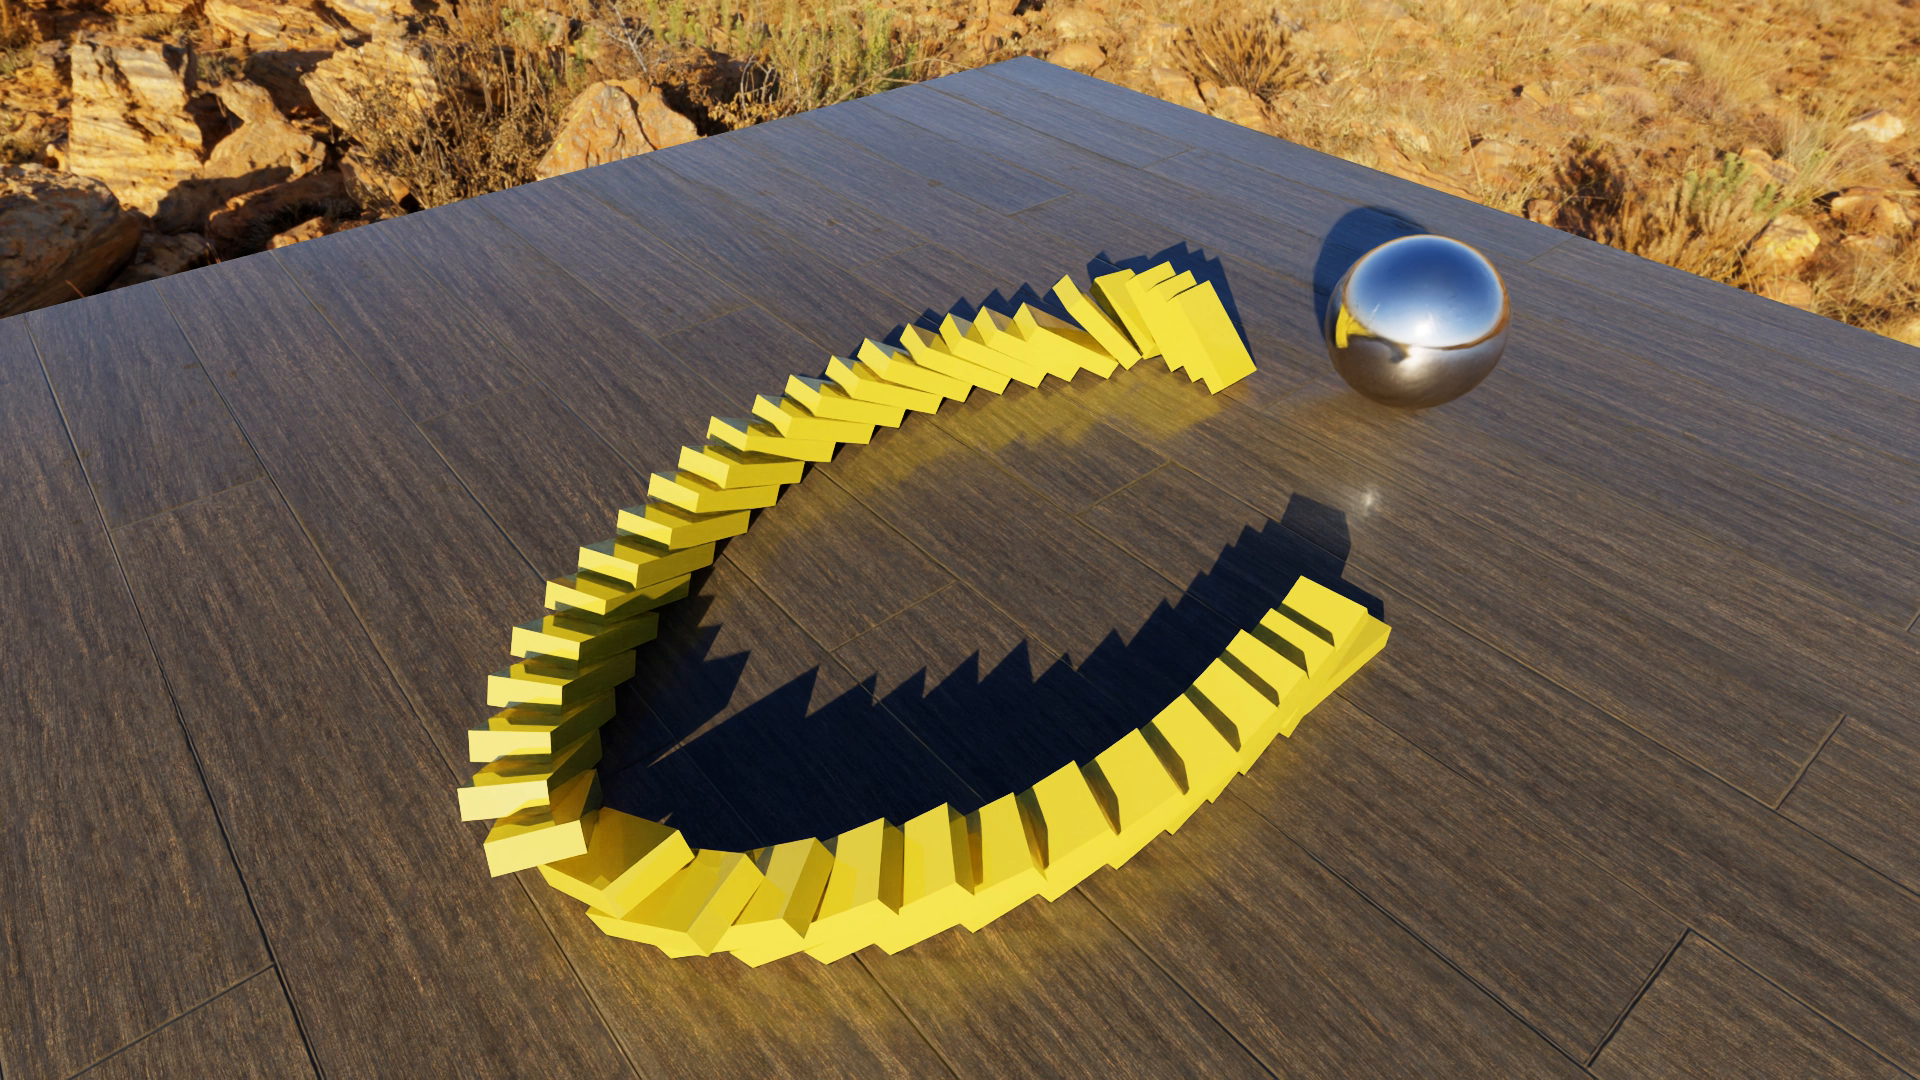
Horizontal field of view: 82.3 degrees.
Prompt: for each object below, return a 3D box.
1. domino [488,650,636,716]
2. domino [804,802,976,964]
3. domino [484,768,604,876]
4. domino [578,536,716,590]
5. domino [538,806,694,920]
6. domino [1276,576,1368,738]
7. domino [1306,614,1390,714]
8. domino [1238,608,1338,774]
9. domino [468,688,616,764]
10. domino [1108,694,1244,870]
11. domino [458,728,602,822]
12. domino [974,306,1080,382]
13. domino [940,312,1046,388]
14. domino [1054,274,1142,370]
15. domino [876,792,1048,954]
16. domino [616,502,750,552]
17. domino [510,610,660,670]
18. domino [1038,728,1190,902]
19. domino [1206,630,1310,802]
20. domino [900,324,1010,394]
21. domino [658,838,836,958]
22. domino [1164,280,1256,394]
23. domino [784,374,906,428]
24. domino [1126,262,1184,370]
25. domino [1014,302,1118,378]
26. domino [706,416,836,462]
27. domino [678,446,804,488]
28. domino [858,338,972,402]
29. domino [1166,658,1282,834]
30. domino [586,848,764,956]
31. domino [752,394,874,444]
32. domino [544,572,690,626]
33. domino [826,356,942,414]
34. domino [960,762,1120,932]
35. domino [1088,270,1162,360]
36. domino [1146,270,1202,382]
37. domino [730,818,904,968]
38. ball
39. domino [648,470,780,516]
[{"bbox_3d":[-0.132,0.045,0.368,0.025,0.010,0.050,7,8,9],"label":"domino"},{"bbox_3d":[-0.021,0.096,0.306,0.050,0.010,0.025,-30,38,17],"label":"domino"},{"bbox_3d":[-0.121,0.082,0.323,0.025,0.010,0.050,-12,7,-12],"label":"domino"},{"bbox_3d":[-0.118,0.006,0.418,0.025,0.010,0.050,15,14,17],"label":"domino"},{"bbox_3d":[-0.099,0.091,0.313,0.050,0.009,0.025,-5,25,49],"label":"domino"},{"bbox_3d":[0.114,0.039,0.375,0.025,0.009,0.050,31,77,34],"label":"domino"},{"bbox_3d":[0.129,0.040,0.395,0.050,0.010,0.025,-30,48,-31],"label":"domino"},{"bbox_3d":[0.099,0.050,0.364,0.025,0.010,0.050,36,80,35],"label":"domino"},{"bbox_3d":[-0.132,0.058,0.352,0.025,0.009,0.050,0,7,4],"label":"domino"},{"bbox_3d":[0.058,0.073,0.334,0.050,0.010,0.025,-41,49,2],"label":"domino"},{"bbox_3d":[-0.130,0.071,0.336,0.025,0.010,0.050,-5,7,-1],"label":"domino"},{"bbox_3d":[0.033,-0.096,0.541,0.050,0.009,0.025,18,30,-29],"label":"domino"},{"bbox_3d":[0.016,-0.093,0.537,0.050,0.010,0.025,17,31,-30],"label":"domino"},{"bbox_3d":[0.069,-0.109,0.549,0.010,0.050,0.025,-41,38,17],"label":"domino"},{"bbox_3d":[-0.002,0.094,0.311,0.050,0.009,0.025,-28,40,9],"label":"domino"},{"bbox_3d":[-0.109,-0.007,0.436,0.025,0.010,0.050,18,16,21],"label":"domino"},{"bbox_3d":[-0.130,0.032,0.385,0.025,0.010,0.050,11,10,13],"label":"domino"},{"bbox_3d":[0.040,0.081,0.325,0.050,0.010,0.025,-37,44,5],"label":"domino"},{"bbox_3d":[0.086,0.056,0.354,0.025,0.010,0.050,37,84,36],"label":"domino"},{"bbox_3d":[-0.002,-0.087,0.531,0.050,0.009,0.025,14,29,-34],"label":"domino"},{"bbox_3d":[-0.060,0.099,0.303,0.050,0.010,0.025,-19,31,30],"label":"domino"},{"bbox_3d":[0.123,-0.100,0.540,0.025,0.009,0.050,-29,92,-31],"label":"domino"},{"bbox_3d":[-0.052,-0.063,0.502,0.050,0.010,0.025,2,26,-47],"label":"domino"},{"bbox_3d":[0.106,-0.113,0.556,0.025,0.010,0.050,-29,92,-31],"label":"domino"},{"bbox_3d":[0.052,-0.099,0.545,0.050,0.010,0.025,18,31,-28],"label":"domino"},{"bbox_3d":[-0.081,-0.044,0.478,0.025,0.010,0.050,28,19,35],"label":"domino"},{"bbox_3d":[-0.091,-0.031,0.462,0.025,0.010,0.050,22,15,25],"label":"domino"},{"bbox_3d":[-0.021,-0.080,0.521,0.050,0.009,0.025,10,25,-41],"label":"domino"},{"bbox_3d":[0.074,0.064,0.344,0.050,0.010,0.025,-46,54,-2],"label":"domino"},{"bbox_3d":[-0.079,0.098,0.303,0.050,0.009,0.025,-10,32,42],"label":"domino"},{"bbox_3d":[-0.065,-0.054,0.491,0.025,0.009,0.050,34,22,34],"label":"domino"},{"bbox_3d":[-0.125,0.018,0.404,0.025,0.009,0.050,16,14,18],"label":"domino"},{"bbox_3d":[-0.035,-0.072,0.513,0.050,0.010,0.025,5,28,-43],"label":"domino"},{"bbox_3d":[0.019,0.088,0.318,0.050,0.009,0.025,-33,43,4],"label":"domino"},{"bbox_3d":[0.092,-0.118,0.571,0.025,0.010,0.050,-22,66,-31],"label":"domino"},{"bbox_3d":[0.115,-0.107,0.548,0.025,0.009,0.050,-29,92,-31],"label":"domino"},{"bbox_3d":[-0.039,0.097,0.304,0.050,0.009,0.025,-26,35,22],"label":"domino"},{"bbox_3d":[0.211,-0.100,0.510,0.080,0.080,0.080,0,39,0],"label":"ball"},{"bbox_3d":[-0.100,-0.021,0.451,0.025,0.010,0.050,22,17,25],"label":"domino"}]
